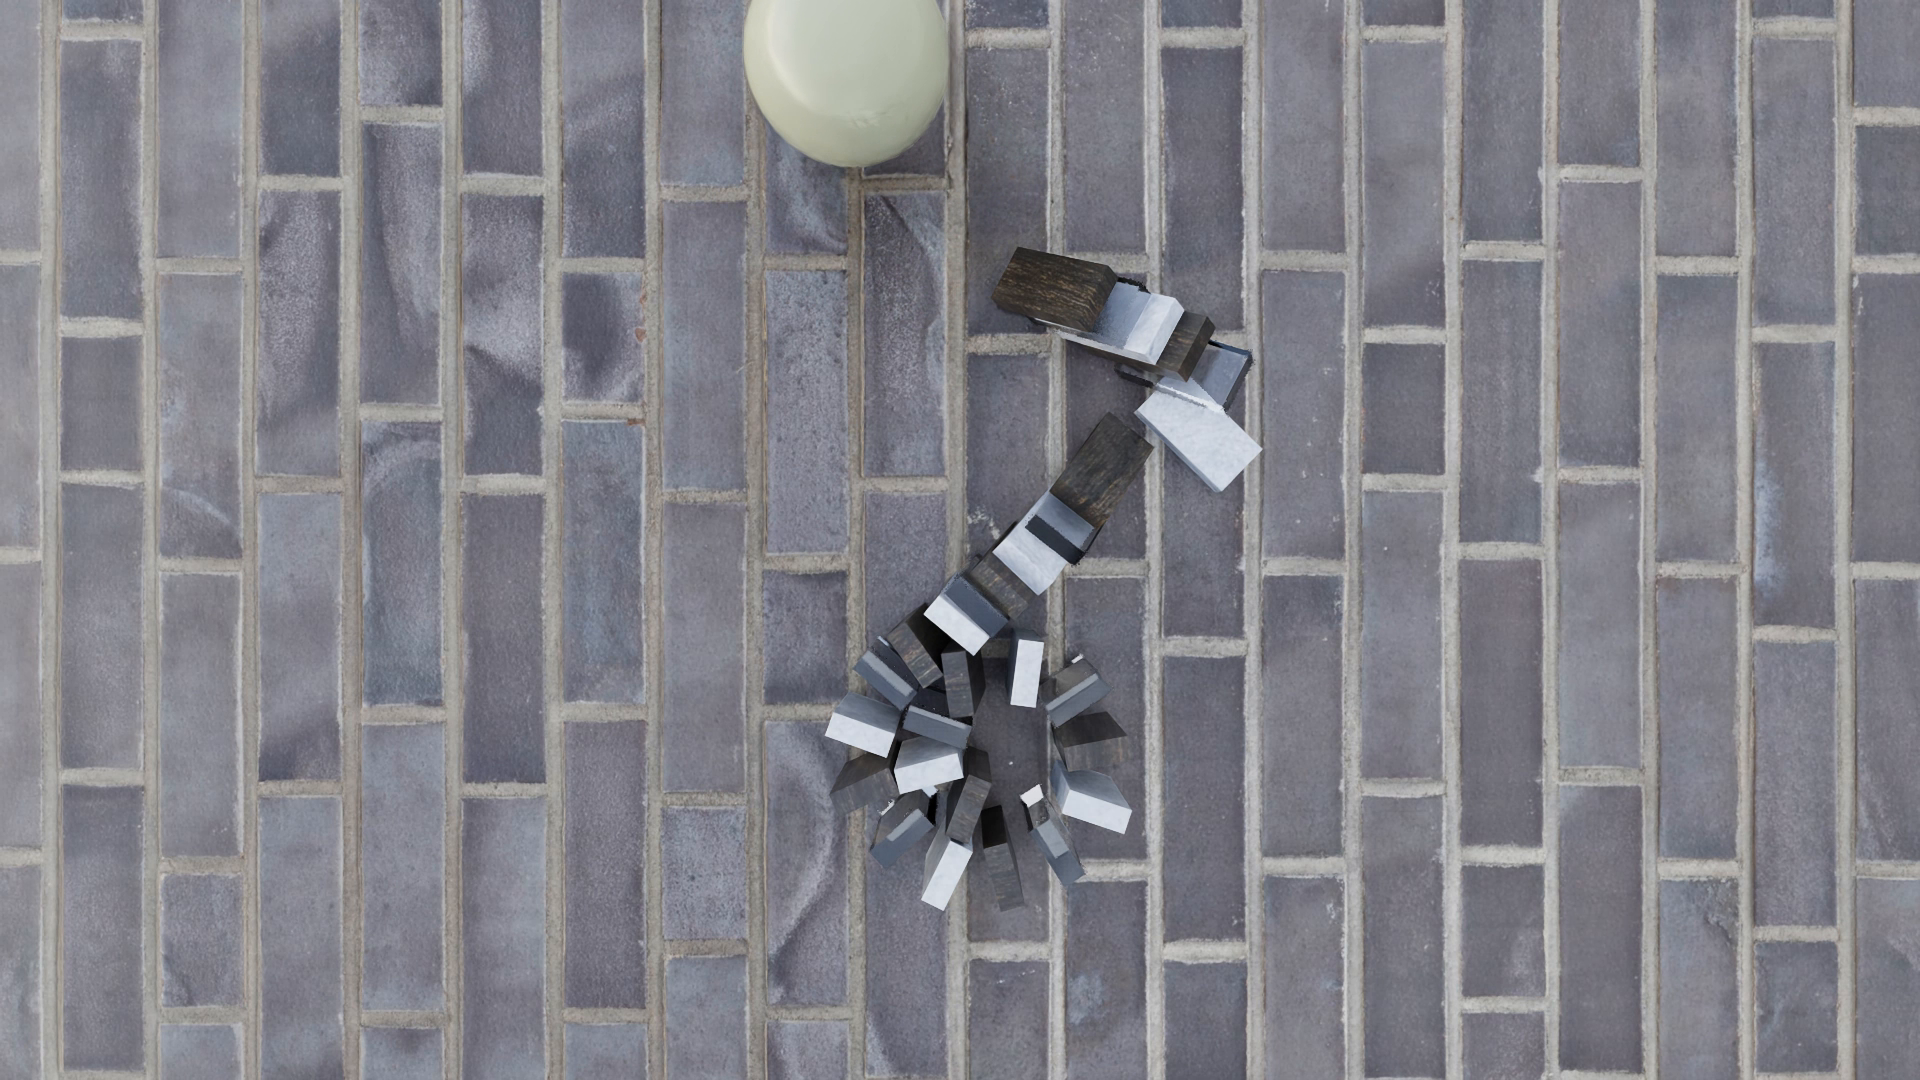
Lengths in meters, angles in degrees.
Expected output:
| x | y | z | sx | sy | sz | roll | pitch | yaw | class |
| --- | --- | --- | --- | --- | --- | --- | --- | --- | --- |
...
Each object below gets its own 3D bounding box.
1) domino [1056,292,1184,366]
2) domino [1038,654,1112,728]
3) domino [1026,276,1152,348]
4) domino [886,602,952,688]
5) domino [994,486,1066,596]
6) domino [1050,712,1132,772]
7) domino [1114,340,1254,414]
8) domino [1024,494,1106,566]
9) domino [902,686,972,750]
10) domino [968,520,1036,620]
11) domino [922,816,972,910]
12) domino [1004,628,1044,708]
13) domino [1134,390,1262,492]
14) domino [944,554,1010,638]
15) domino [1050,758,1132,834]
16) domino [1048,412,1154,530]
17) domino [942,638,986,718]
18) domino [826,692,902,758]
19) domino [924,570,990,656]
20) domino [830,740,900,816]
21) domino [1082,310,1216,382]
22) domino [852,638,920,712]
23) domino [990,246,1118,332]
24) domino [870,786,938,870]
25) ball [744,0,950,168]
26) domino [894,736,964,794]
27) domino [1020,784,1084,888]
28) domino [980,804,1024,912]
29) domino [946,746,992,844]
| x | y | z | sx | sy | sz | roll | pitch | yaw | class |
| --- | --- | --- | --- | --- | --- | --- | --- | --- | --- |
| 0.065 | -0.092 | 0.380 | 0.050 | 0.010 | 0.025 | 28 | 90 | 41 | domino |
| 0.045 | 0.061 | 0.375 | 0.025 | 0.050 | 0.010 | -33 | 90 | 0 | domino |
| 0.052 | -0.098 | 0.380 | 0.050 | 0.010 | 0.025 | 29 | 91 | 41 | domino |
| -0.015 | 0.042 | 0.375 | 0.009 | 0.050 | 0.025 | -36 | 90 | 8 | domino |
| 0.035 | -0.001 | 0.378 | 0.025 | 0.050 | 0.010 | 43 | 129 | 0 | domino |
| 0.053 | 0.082 | 0.375 | 0.025 | 0.050 | 0.009 | -11 | 90 | 0 | domino |
| 0.093 | -0.073 | 0.384 | 0.050 | 0.009 | 0.025 | 26 | 87 | 28 | domino |
| 0.049 | -0.014 | 0.380 | 0.025 | 0.009 | 0.050 | 38 | 47 | 0 | domino |
| -0.008 | 0.071 | 0.375 | 0.025 | 0.050 | 0.009 | 19 | 92 | 0 | domino |
| 0.022 | 0.011 | 0.376 | 0.025 | 0.050 | 0.009 | 43 | 116 | 0 | domino |
| -0.005 | 0.128 | 0.375 | 0.009 | 0.050 | 0.025 | 26 | 90 | 0 | domino |
| 0.026 | 0.051 | 0.375 | 0.009 | 0.050 | 0.025 | 7 | 90 | 0 | domino |
| 0.102 | -0.047 | 0.395 | 0.050 | 0.010 | 0.025 | 44 | 90 | 0 | domino |
| 0.010 | 0.022 | 0.375 | 0.025 | 0.050 | 0.010 | 43 | 103 | 0 | domino |
| 0.052 | 0.104 | 0.375 | 0.025 | 0.050 | 0.009 | 18 | 90 | 0 | domino |
| 0.060 | -0.030 | 0.381 | 0.025 | 0.010 | 0.050 | 38 | 52 | 0 | domino |
| 0.002 | 0.054 | 0.374 | 0.010 | 0.050 | 0.025 | -8 | 92 | 7 | domino |
| -0.038 | 0.075 | 0.375 | 0.025 | 0.050 | 0.009 | 20 | 90 | 0 | domino |
| 0.002 | 0.029 | 0.375 | 0.025 | 0.050 | 0.010 | 40 | 102 | 0 | domino |
| -0.037 | 0.096 | 0.375 | 0.025 | 0.050 | 0.009 | -25 | 90 | 0 | domino |
| 0.077 | -0.084 | 0.380 | 0.050 | 0.010 | 0.025 | 28 | 90 | 41 | domino |
| -0.029 | 0.054 | 0.375 | 0.025 | 0.050 | 0.009 | 41 | 90 | 0 | domino |
| 0.038 | -0.104 | 0.380 | 0.050 | 0.010 | 0.025 | 28 | 90 | 41 | domino |
| -0.022 | 0.114 | 0.375 | 0.025 | 0.050 | 0.009 | -42 | 90 | 0 | domino |
| -0.044 | -0.189 | 0.360 | 0.080 | 0.080 | 0.080 | 0 | 90 | 0 | ball |
| -0.012 | 0.089 | 0.375 | 0.025 | 0.050 | 0.009 | -15 | 90 | 0 | domino |
| 0.037 | 0.120 | 0.375 | 0.009 | 0.050 | 0.025 | -32 | 90 | 0 | domino |
| 0.017 | 0.129 | 0.375 | 0.010 | 0.050 | 0.025 | -16 | 90 | 0 | domino |
| 0.003 | 0.103 | 0.375 | 0.010 | 0.050 | 0.025 | 21 | 90 | 0 | domino |
